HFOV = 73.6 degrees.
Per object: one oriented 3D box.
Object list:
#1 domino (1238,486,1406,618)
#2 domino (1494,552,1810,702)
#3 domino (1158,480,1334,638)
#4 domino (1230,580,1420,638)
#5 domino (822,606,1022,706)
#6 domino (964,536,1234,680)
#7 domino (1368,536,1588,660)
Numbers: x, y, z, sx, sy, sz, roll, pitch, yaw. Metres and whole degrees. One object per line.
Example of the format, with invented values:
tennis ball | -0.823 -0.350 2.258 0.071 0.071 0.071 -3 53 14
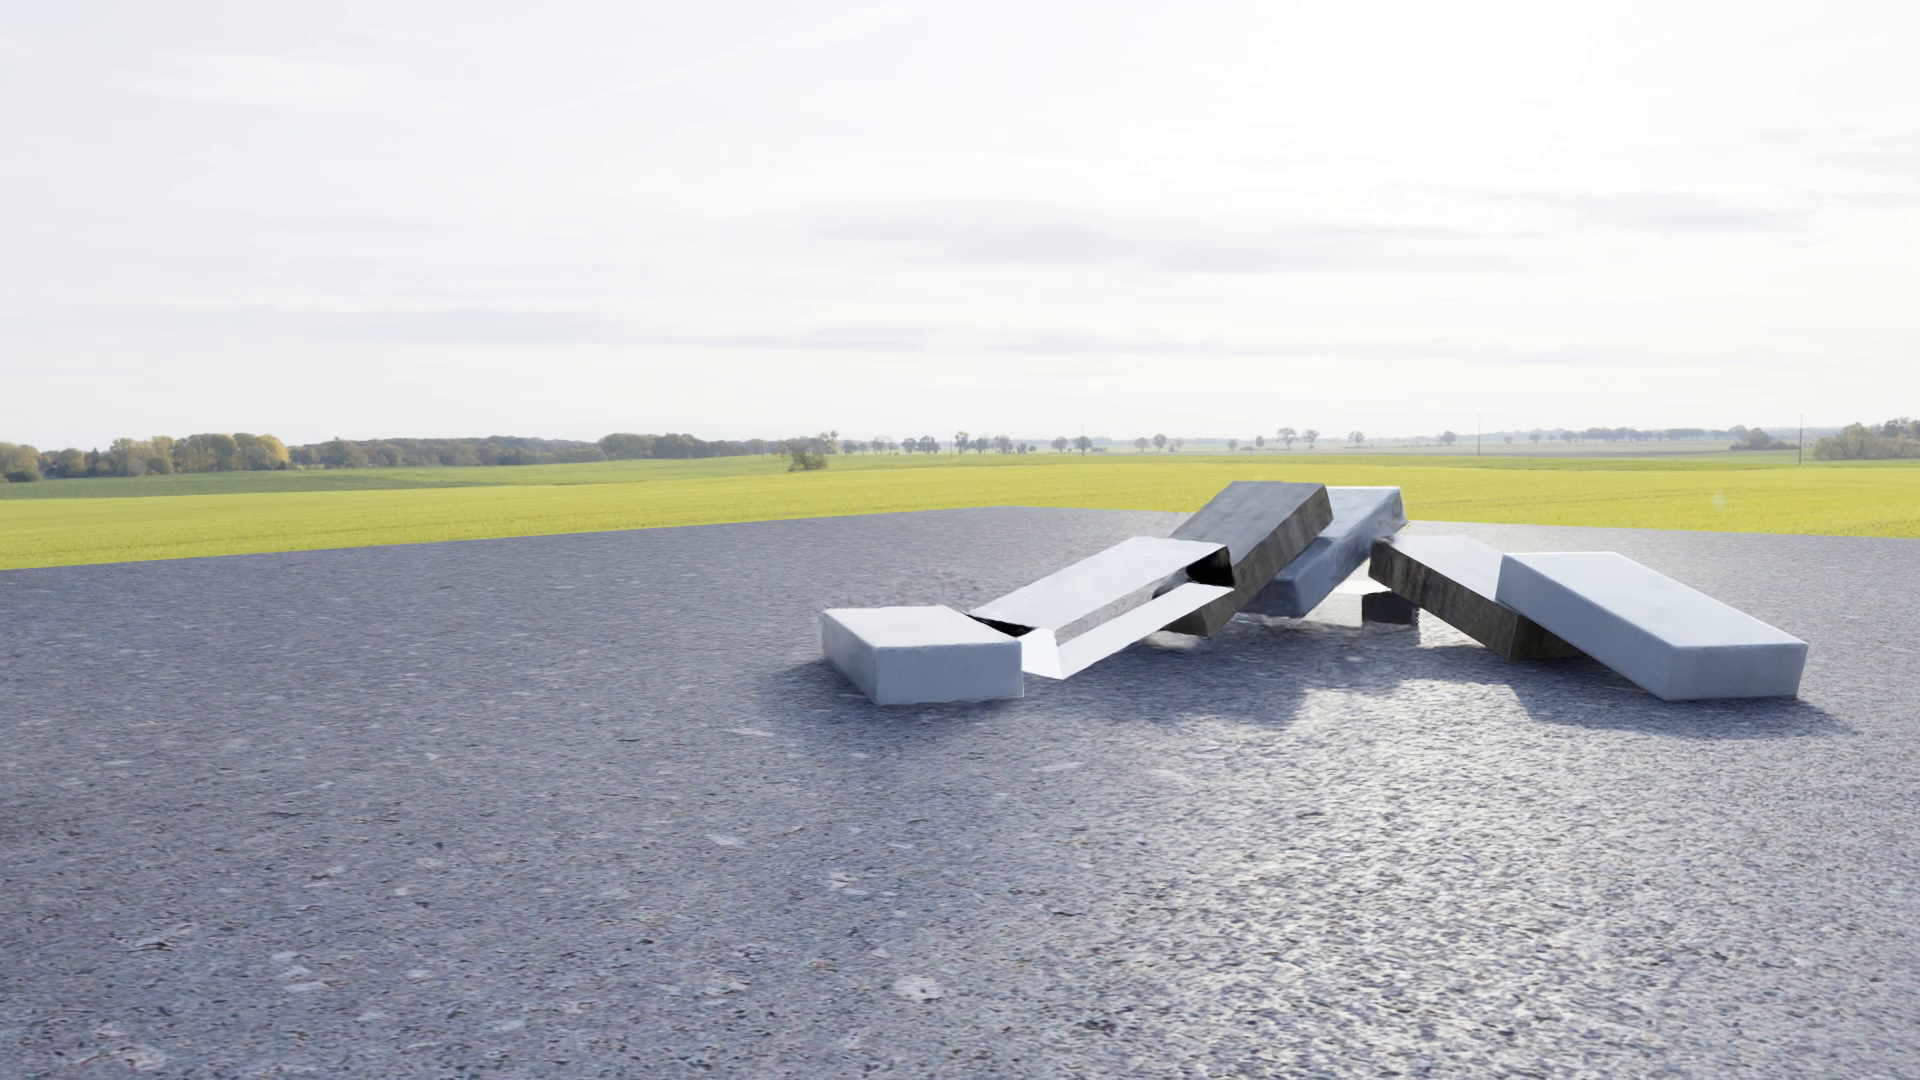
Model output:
domino | 0.081 0.002 0.302 0.025 0.010 0.050 3 27 46
domino | 0.125 0.015 0.236 0.025 0.009 0.050 -1 18 -10
domino | 0.059 0.003 0.288 0.050 0.009 0.025 -37 26 -33
domino | 0.081 0.015 0.309 0.025 0.010 0.050 -4 6 -41
domino | -0.008 0.020 0.236 0.025 0.010 0.050 -1 4 -16
domino | 0.028 0.012 0.255 0.050 0.010 0.025 -22 18 -36
domino | 0.114 0.011 0.278 0.025 0.009 0.050 -1 18 -16
